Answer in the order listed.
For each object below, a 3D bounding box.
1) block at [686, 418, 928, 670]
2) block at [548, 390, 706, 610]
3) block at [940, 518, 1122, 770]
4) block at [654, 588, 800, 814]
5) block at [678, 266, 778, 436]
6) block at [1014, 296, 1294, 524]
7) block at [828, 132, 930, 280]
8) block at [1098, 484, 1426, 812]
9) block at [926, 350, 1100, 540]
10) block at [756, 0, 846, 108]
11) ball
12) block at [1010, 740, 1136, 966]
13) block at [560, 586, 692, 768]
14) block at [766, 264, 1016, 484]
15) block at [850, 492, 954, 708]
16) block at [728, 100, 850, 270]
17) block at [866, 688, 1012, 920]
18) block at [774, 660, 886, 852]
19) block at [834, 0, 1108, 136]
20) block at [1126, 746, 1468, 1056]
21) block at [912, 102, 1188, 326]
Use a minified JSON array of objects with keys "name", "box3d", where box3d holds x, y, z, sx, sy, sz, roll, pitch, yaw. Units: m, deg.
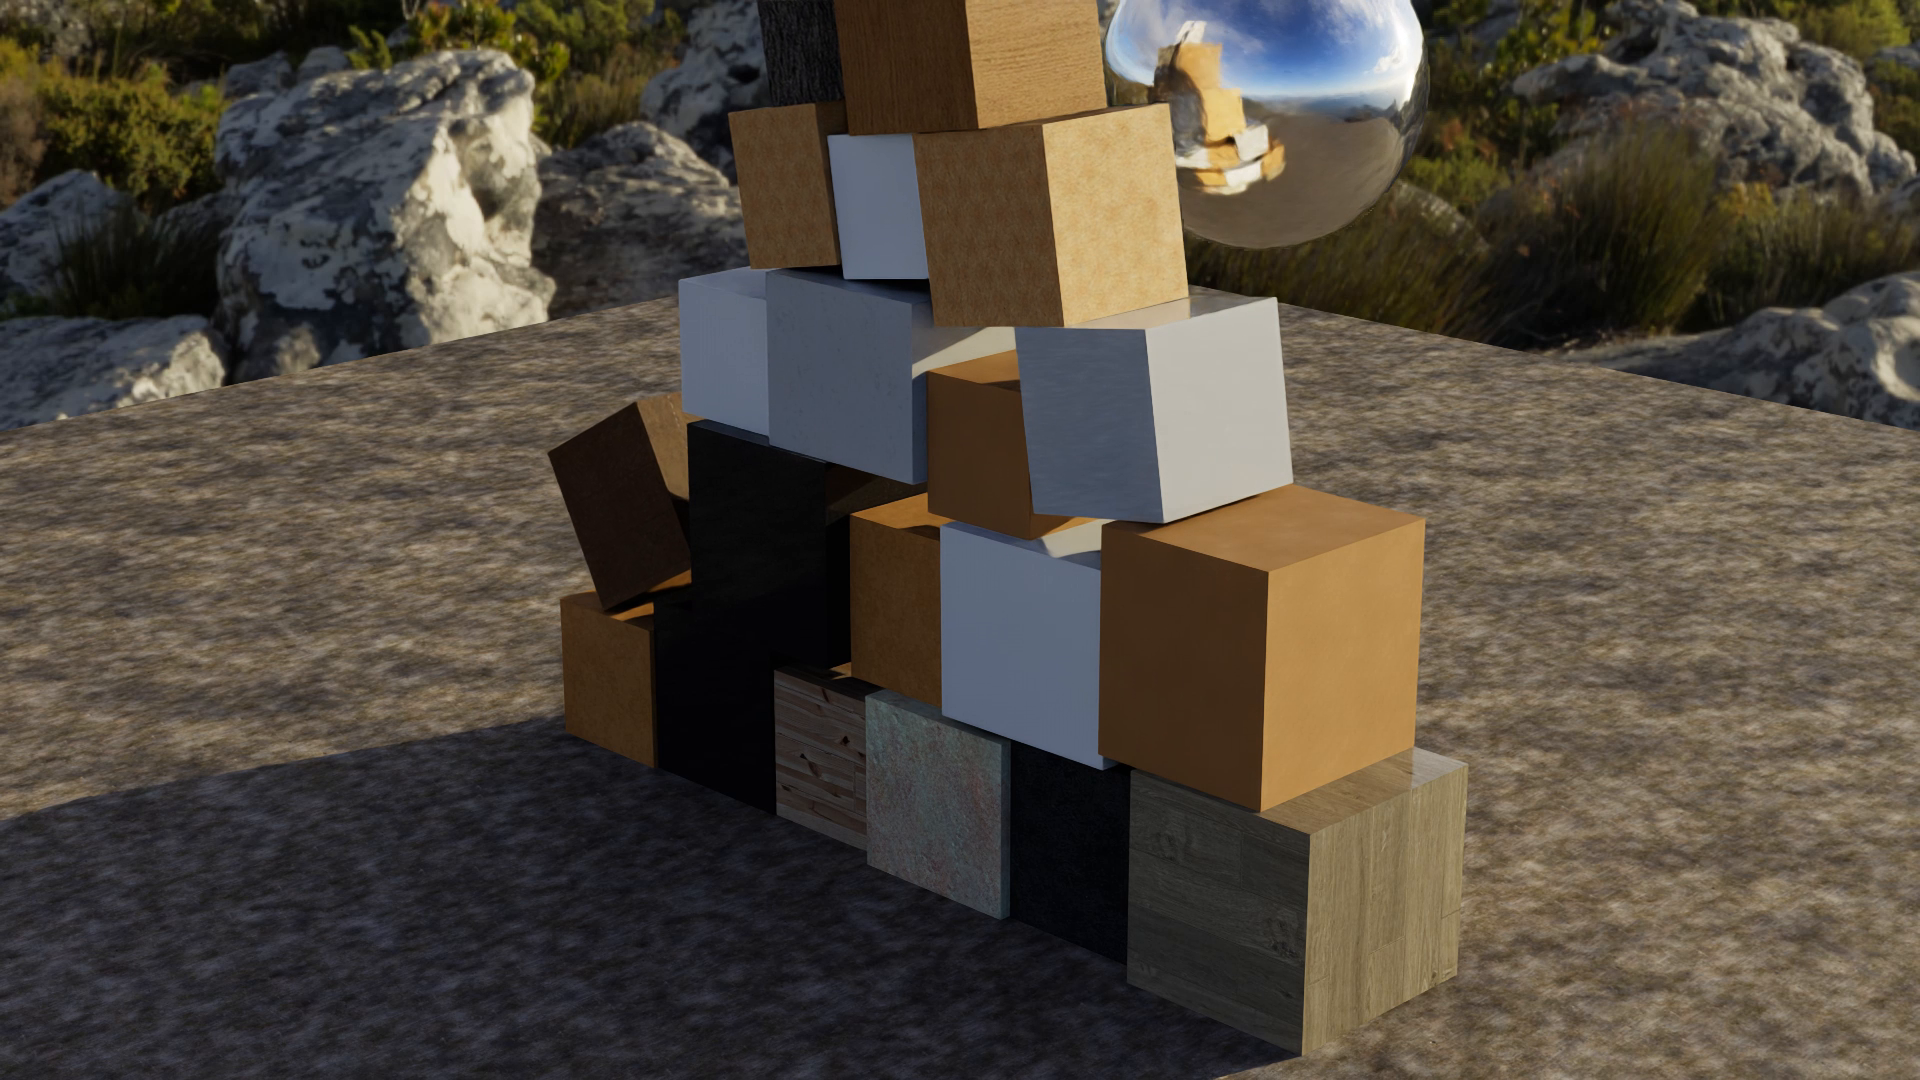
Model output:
[{"name":"block","box3d":[-0.617,-0.077,13.958,0.935,0.985,0.961,-17,24,-42]},{"name":"block","box3d":[-1.402,-0.241,14.764,0.794,0.854,0.834,-17,-5,-42]},{"name":"block","box3d":[0.592,0.352,12.860,0.947,0.879,0.962,-17,23,-42]},{"name":"block","box3d":[-0.928,0.723,14.551,0.786,0.896,0.863,-17,24,-42]},{"name":"block","box3d":[-0.831,-0.916,13.914,0.684,0.643,0.724,-17,24,-42]},{"name":"block","box3d":[0.819,-0.565,12.328,0.832,0.794,0.733,-17,15,-43]},{"name":"block","box3d":[-0.116,-1.521,12.996,0.627,0.639,0.613,-17,15,-42]},{"name":"block","box3d":[1.247,0.404,12.173,1.013,1.006,0.880,-17,24,-42]},{"name":"block","box3d":[0.321,-0.440,12.857,0.698,0.642,0.618,-17,23,-42]},{"name":"block","box3d":[-0.463,-2.326,13.079,0.654,0.678,0.547,-17,14,-42]},{"name":"ball","box3d":[1.467,-2.213,14.184,1.600,1.600,1.600,0,17,0]},{"name":"block","box3d":[0.800,1.256,12.902,0.841,0.868,0.794,-17,24,-42]},{"name":"block","box3d":[-1.508,0.637,15.102,0.795,0.728,0.715,-17,24,-42]},{"name":"block","box3d":[-0.239,-0.817,13.316,0.857,0.810,0.947,-17,24,-42]},{"name":"block","box3d":[-0.004,0.257,13.452,0.705,0.782,0.709,-17,24,-42]},{"name":"block","box3d":[-0.564,-1.655,13.410,0.669,0.720,0.598,-17,14,-42]},{"name":"block","box3d":[0.208,1.096,13.472,0.941,0.831,0.861,-17,24,-42]},{"name":"block","box3d":[-0.367,0.969,14.023,0.732,0.743,0.728,-17,24,-42]},{"name":"block","box3d":[0.035,-2.199,12.587,0.785,0.807,0.799,-17,15,-42]},{"name":"block","box3d":[1.409,1.400,12.285,1.050,0.962,0.941,-17,24,-42]},{"name":"block","box3d":[0.389,-1.387,12.526,0.781,0.831,0.772,-17,15,-42]}]
